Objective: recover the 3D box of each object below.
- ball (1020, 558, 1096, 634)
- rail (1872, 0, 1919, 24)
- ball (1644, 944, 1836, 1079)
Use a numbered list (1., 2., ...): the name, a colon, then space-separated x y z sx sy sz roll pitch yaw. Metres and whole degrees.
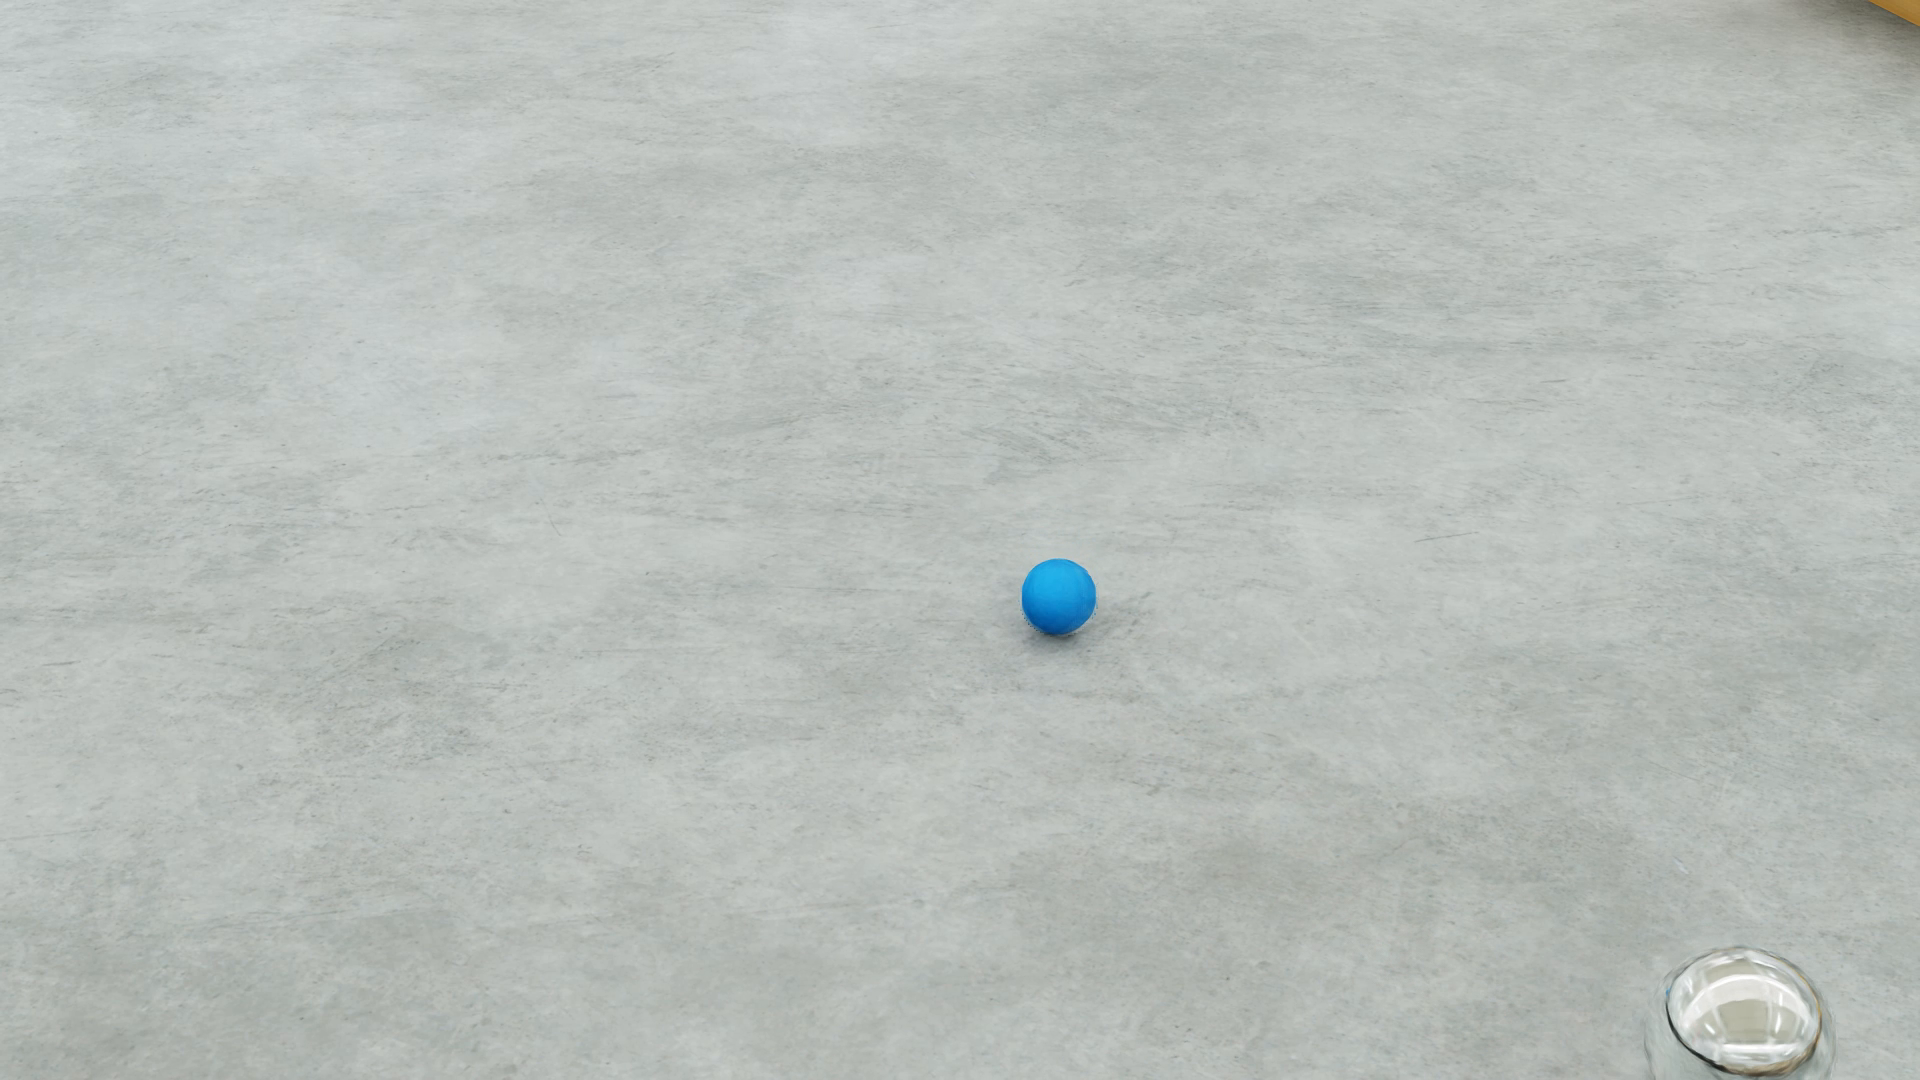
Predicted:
1. ball: 0.058 0.033 1.728 0.045 0.045 0.045 0 30 0
2. rail: 0.685 -0.707 2.955 0.045 0.116 4.146 -11 31 -19
3. ball: 0.356 0.228 1.344 0.085 0.085 0.085 0 30 0
